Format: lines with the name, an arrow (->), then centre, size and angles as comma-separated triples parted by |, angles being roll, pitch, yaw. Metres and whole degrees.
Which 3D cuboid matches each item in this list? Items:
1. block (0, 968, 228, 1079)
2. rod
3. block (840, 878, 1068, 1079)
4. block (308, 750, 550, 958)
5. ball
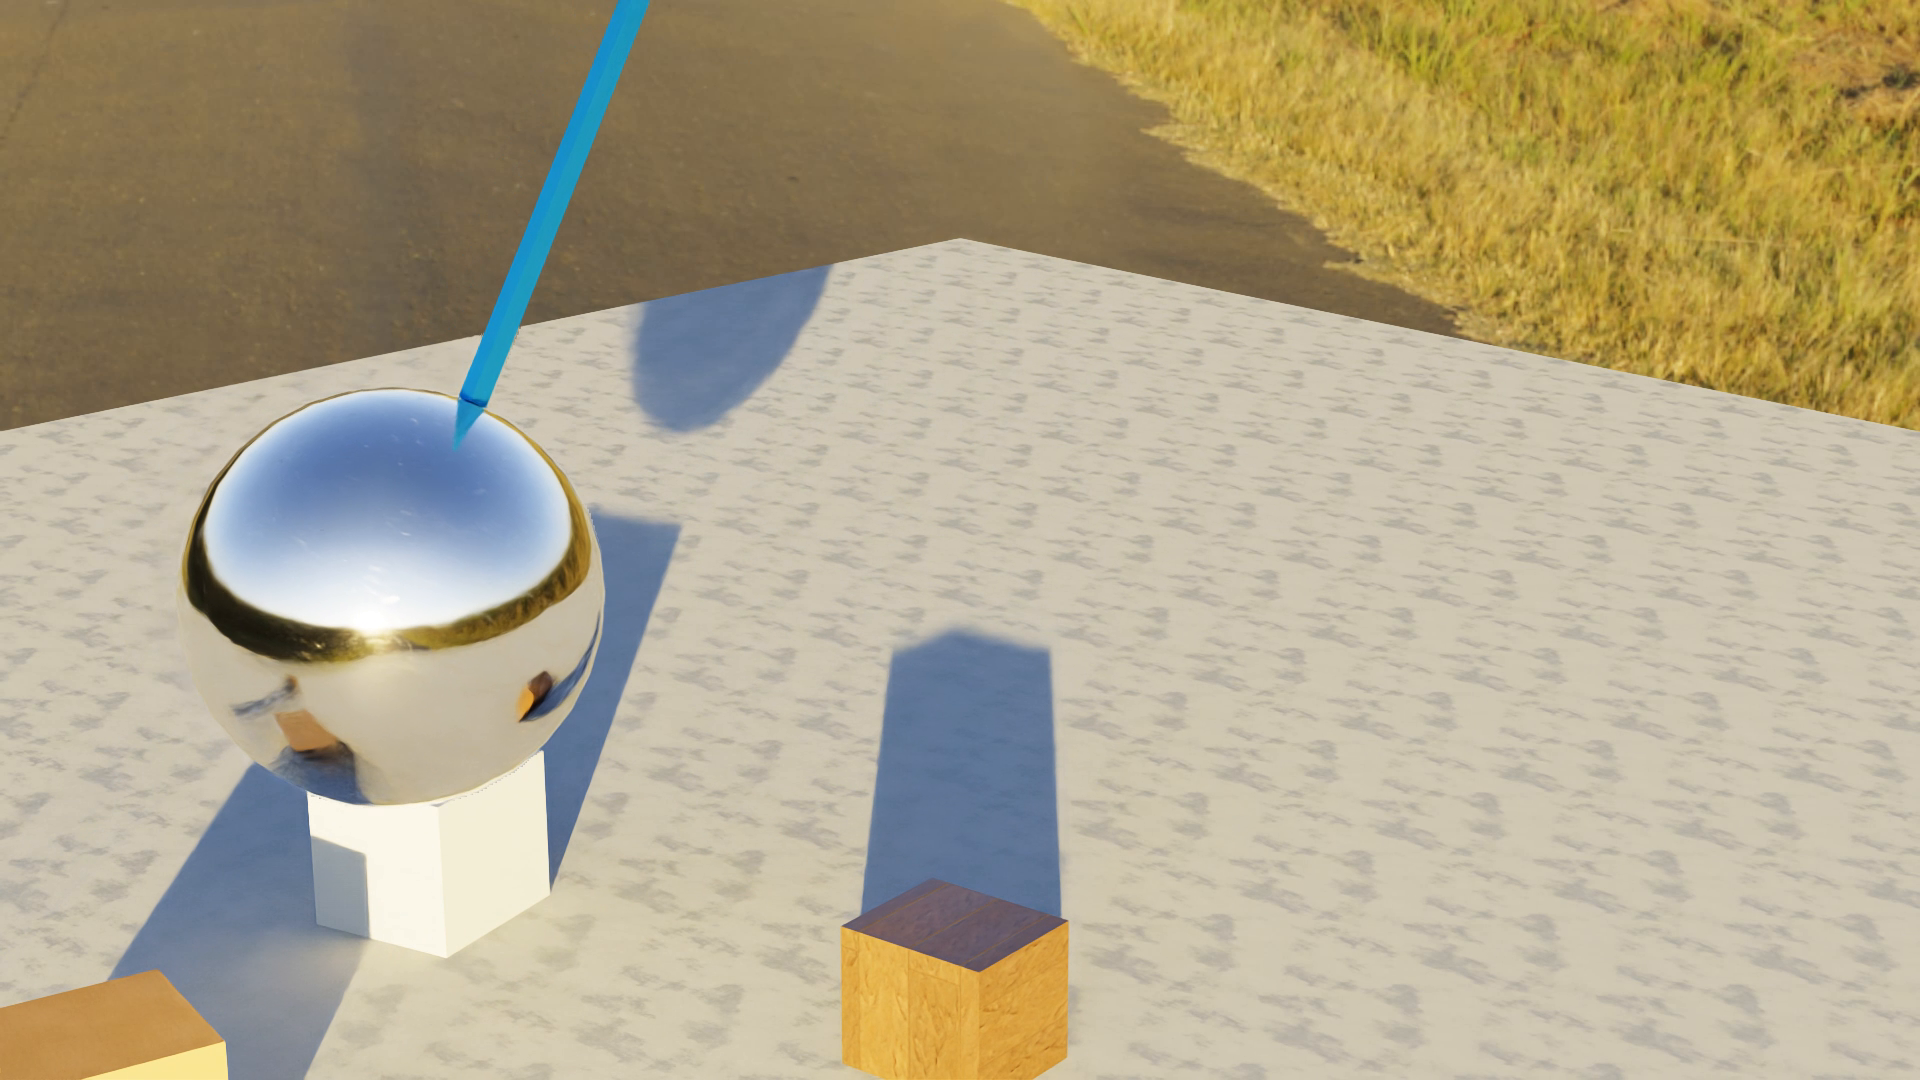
block -> -3.125, 2.082, 10.580 | 0.774, 0.684, 0.707 | -11, 21, -32
rod -> -0.933, -2.942, 11.439 | 0.080, 5.200, 0.080 | 17, -7, 42
block -> -0.020, 1.795, 11.633 | 0.682, 0.600, 0.587 | 13, 22, 35
block -> -2.346, 1.316, 12.992 | 0.718, 0.698, 0.745 | 9, 20, 27
ball -> -2.154, 0.218, 11.152 | 1.600, 1.600, 1.600 | 0, 17, 0
